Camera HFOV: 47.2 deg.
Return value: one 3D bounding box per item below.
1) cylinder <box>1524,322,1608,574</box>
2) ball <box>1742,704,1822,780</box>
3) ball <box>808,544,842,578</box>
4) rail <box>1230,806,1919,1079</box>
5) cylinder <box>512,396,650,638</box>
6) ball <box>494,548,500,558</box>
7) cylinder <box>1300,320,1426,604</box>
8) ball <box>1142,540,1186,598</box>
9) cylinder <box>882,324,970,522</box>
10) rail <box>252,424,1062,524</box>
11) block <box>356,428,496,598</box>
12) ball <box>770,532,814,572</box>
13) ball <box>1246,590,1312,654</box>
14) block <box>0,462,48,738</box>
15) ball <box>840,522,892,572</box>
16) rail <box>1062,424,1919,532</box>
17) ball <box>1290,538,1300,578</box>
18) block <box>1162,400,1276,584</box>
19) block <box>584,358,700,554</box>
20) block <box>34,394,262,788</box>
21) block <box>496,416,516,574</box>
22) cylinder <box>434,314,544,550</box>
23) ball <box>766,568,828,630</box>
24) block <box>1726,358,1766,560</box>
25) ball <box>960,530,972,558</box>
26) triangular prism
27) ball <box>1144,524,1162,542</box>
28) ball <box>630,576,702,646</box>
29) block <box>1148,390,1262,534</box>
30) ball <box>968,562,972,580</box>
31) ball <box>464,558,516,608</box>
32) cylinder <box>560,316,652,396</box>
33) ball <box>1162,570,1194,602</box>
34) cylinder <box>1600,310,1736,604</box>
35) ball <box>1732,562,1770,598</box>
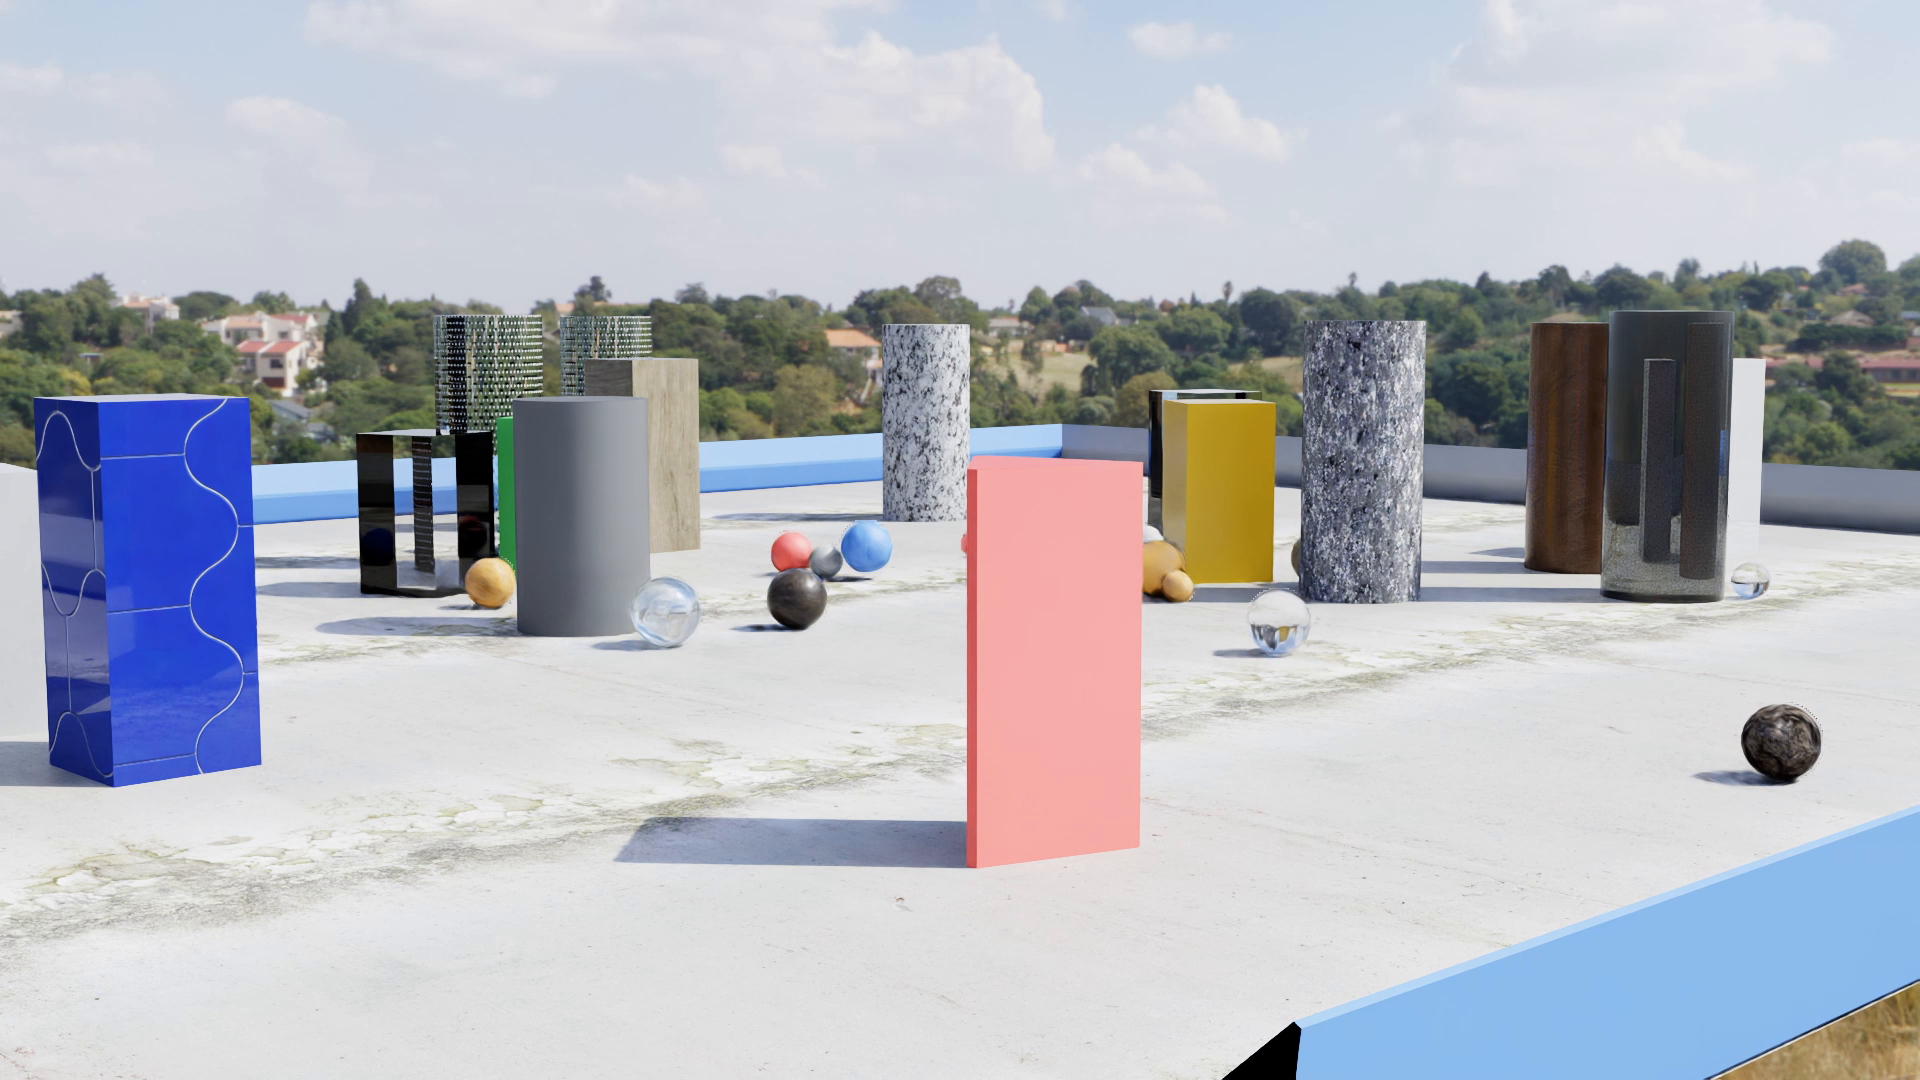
[{"bbox_3d":[1.054,-0.159,3.721,0.183,0.416,0.183,0,6,0],"label":"cylinder"},{"bbox_3d":[0.774,0.190,2.073,0.071,0.071,0.071,0,6,0],"label":"ball"},{"bbox_3d":[-0.220,0.035,3.601,0.056,0.056,0.056,0,6,0],"label":"ball"},{"bbox_3d":[1.221,0.171,2.016,4.131,0.119,0.045,-6,8,-42],"label":"rail"},{"bbox_3d":[-0.521,-0.036,3.034,0.183,0.317,0.183,0,6,0],"label":"cylinder"},{"bbox_3d":[-0.788,0.033,3.693,0.041,0.041,0.041,0,6,0],"label":"ball"},{"bbox_3d":[0.615,-0.123,3.362,0.183,0.422,0.183,0,6,0],"label":"cylinder"},{"bbox_3d":[0.301,0.044,3.366,0.088,0.088,0.088,0,6,0],"label":"ball"},{"bbox_3d":[-0.071,-0.248,4.605,0.183,0.405,0.183,0,6,0],"label":"cylinder"},{"bbox_3d":[-1.221,-0.109,4.649,4.131,0.119,0.045,-6,8,-42],"label":"rail"},{"bbox_3d":[-0.833,-0.044,3.436,0.146,0.248,0.146,3,7,26],"label":"block"},{"bbox_3d":[-0.278,0.023,3.639,0.072,0.072,0.072,0,6,0],"label":"ball"},{"bbox_3d":[0.408,0.105,2.816,0.082,0.082,0.082,0,6,0],"label":"ball"},{"bbox_3d":[-1.056,0.063,2.307,0.146,0.274,0.146,-4,8,-36],"label":"block"},{"bbox_3d":[-0.152,0.012,3.584,0.084,0.084,0.084,0,6,0],"label":"ball"},{"bbox_3d":[1.501,-0.116,4.709,0.045,0.119,3.649,-6,8,-42],"label":"rail"},{"bbox_3d":[0.572,0.029,3.507,0.088,0.088,0.088,0,6,0],"label":"ball"},{"bbox_3d":[0.422,-0.082,3.599,0.146,0.289,0.146,-1,6,-10],"label":"block"},{"bbox_3d":[-0.580,-0.157,4.020,0.146,0.348,0.146,-6,9,-44],"label":"block"},{"bbox_3d":[-0.783,0.041,2.122,0.146,0.357,0.146,-6,8,-44],"label":"block"},{"bbox_3d":[-0.657,-0.071,3.608,0.146,0.264,0.146,2,6,14],"label":"block"},{"bbox_3d":[-0.807,-0.172,3.782,0.183,0.428,0.183,0,6,0],"label":"cylinder"},{"bbox_3d":[-0.225,0.081,3.037,0.084,0.084,0.084,0,6,0],"label":"ball"},{"bbox_3d":[1.328,-0.148,3.927,0.146,0.350,0.146,-6,8,-44],"label":"block"},{"bbox_3d":[0.025,0.007,3.899,0.048,0.048,0.048,0,6,0],"label":"ball"},{"bbox_3d":[0.047,0.092,1.827,0.158,0.318,0.137,-3,7,-27],"label":"triangular prism"},{"bbox_3d":[0.313,0.010,3.756,0.072,0.072,0.072,0,6,0],"label":"ball"},{"bbox_3d":[-0.385,0.094,2.880,0.091,0.091,0.091,0,6,0],"label":"ball"},{"bbox_3d":[0.444,-0.125,4.000,0.146,0.290,0.146,-3,7,-29],"label":"block"},{"bbox_3d":[0.037,0.048,3.509,0.049,0.049,0.049,0,6,0],"label":"ball"},{"bbox_3d":[-0.693,0.063,3.248,0.075,0.075,0.075,0,6,0],"label":"ball"},{"bbox_3d":[-0.709,-0.237,4.424,0.183,0.423,0.183,0,6,0],"label":"cylinder"},{"bbox_3d":[0.327,0.070,3.309,0.048,0.048,0.048,0,6,0],"label":"ball"},{"bbox_3d":[1.080,-0.131,3.362,0.183,0.436,0.183,0,6,0],"label":"cylinder"},{"bbox_3d":[1.205,0.062,3.351,0.056,0.056,0.056,0,6,0],"label":"ball"}]
